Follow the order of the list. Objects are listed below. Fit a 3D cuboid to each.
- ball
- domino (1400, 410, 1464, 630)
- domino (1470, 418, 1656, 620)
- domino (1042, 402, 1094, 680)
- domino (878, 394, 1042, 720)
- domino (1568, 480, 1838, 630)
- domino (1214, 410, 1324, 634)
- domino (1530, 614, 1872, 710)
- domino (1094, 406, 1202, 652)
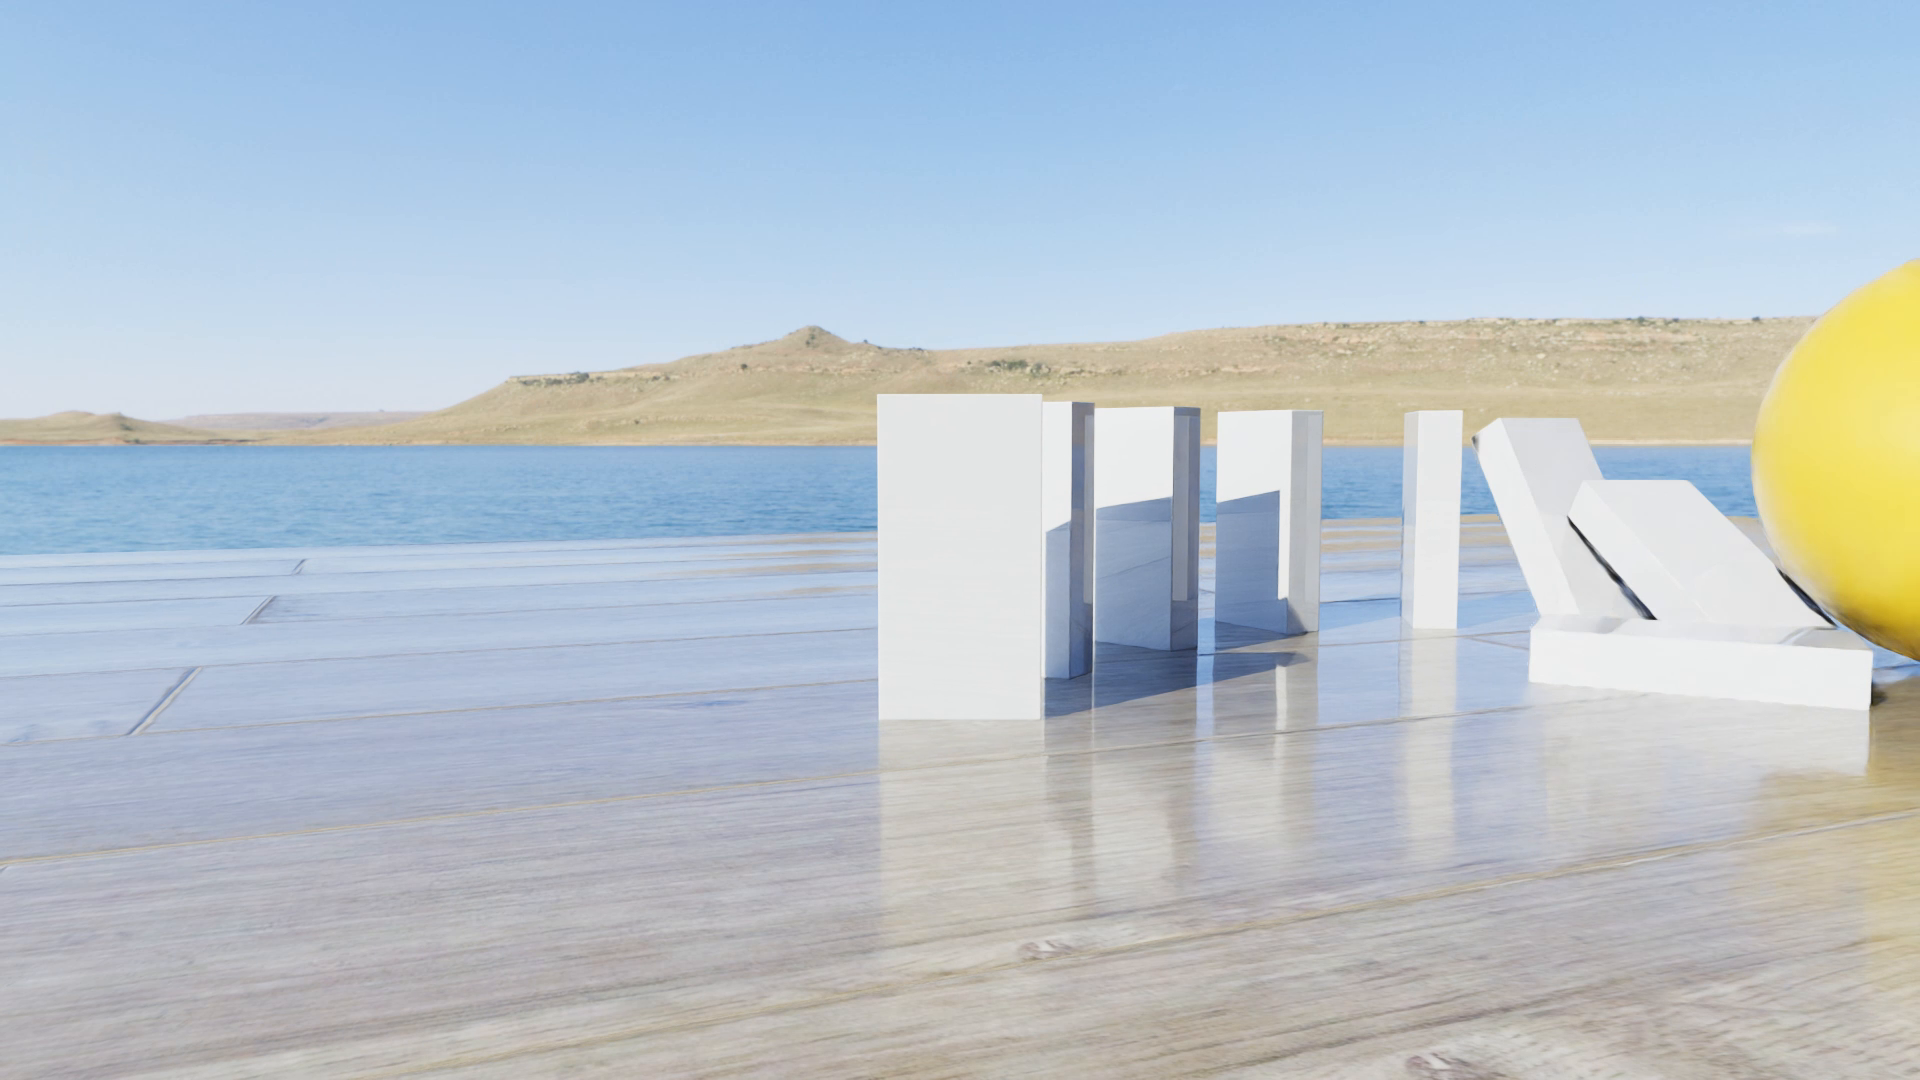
[{"bbox_3d":[0.190,-0.015,0.232,0.080,0.080,0.080,0,4,0],"label":"ball"},{"bbox_3d":[0.112,-0.005,0.306,0.010,0.050,0.025,1,4,12],"label":"domino"},{"bbox_3d":[0.137,-0.003,0.290,0.025,0.050,0.009,-2,-24,-25],"label":"domino"},{"bbox_3d":[0.012,0.000,0.240,0.025,0.050,0.009,3,5,31],"label":"domino"},{"bbox_3d":[0.000,0.002,0.201,0.025,0.050,0.009,0,4,0],"label":"domino"},{"bbox_3d":[0.151,0.005,0.264,0.025,0.010,0.050,-1,36,-8],"label":"domino"},{"bbox_3d":[0.071,-0.005,0.298,0.009,0.050,0.025,-2,5,-28],"label":"domino"},{"bbox_3d":[0.130,0.021,0.228,0.050,0.009,0.025,2,5,30],"label":"domino"},{"bbox_3d":[0.038,-0.003,0.273,0.010,0.050,0.025,-4,6,-44],"label":"domino"}]
